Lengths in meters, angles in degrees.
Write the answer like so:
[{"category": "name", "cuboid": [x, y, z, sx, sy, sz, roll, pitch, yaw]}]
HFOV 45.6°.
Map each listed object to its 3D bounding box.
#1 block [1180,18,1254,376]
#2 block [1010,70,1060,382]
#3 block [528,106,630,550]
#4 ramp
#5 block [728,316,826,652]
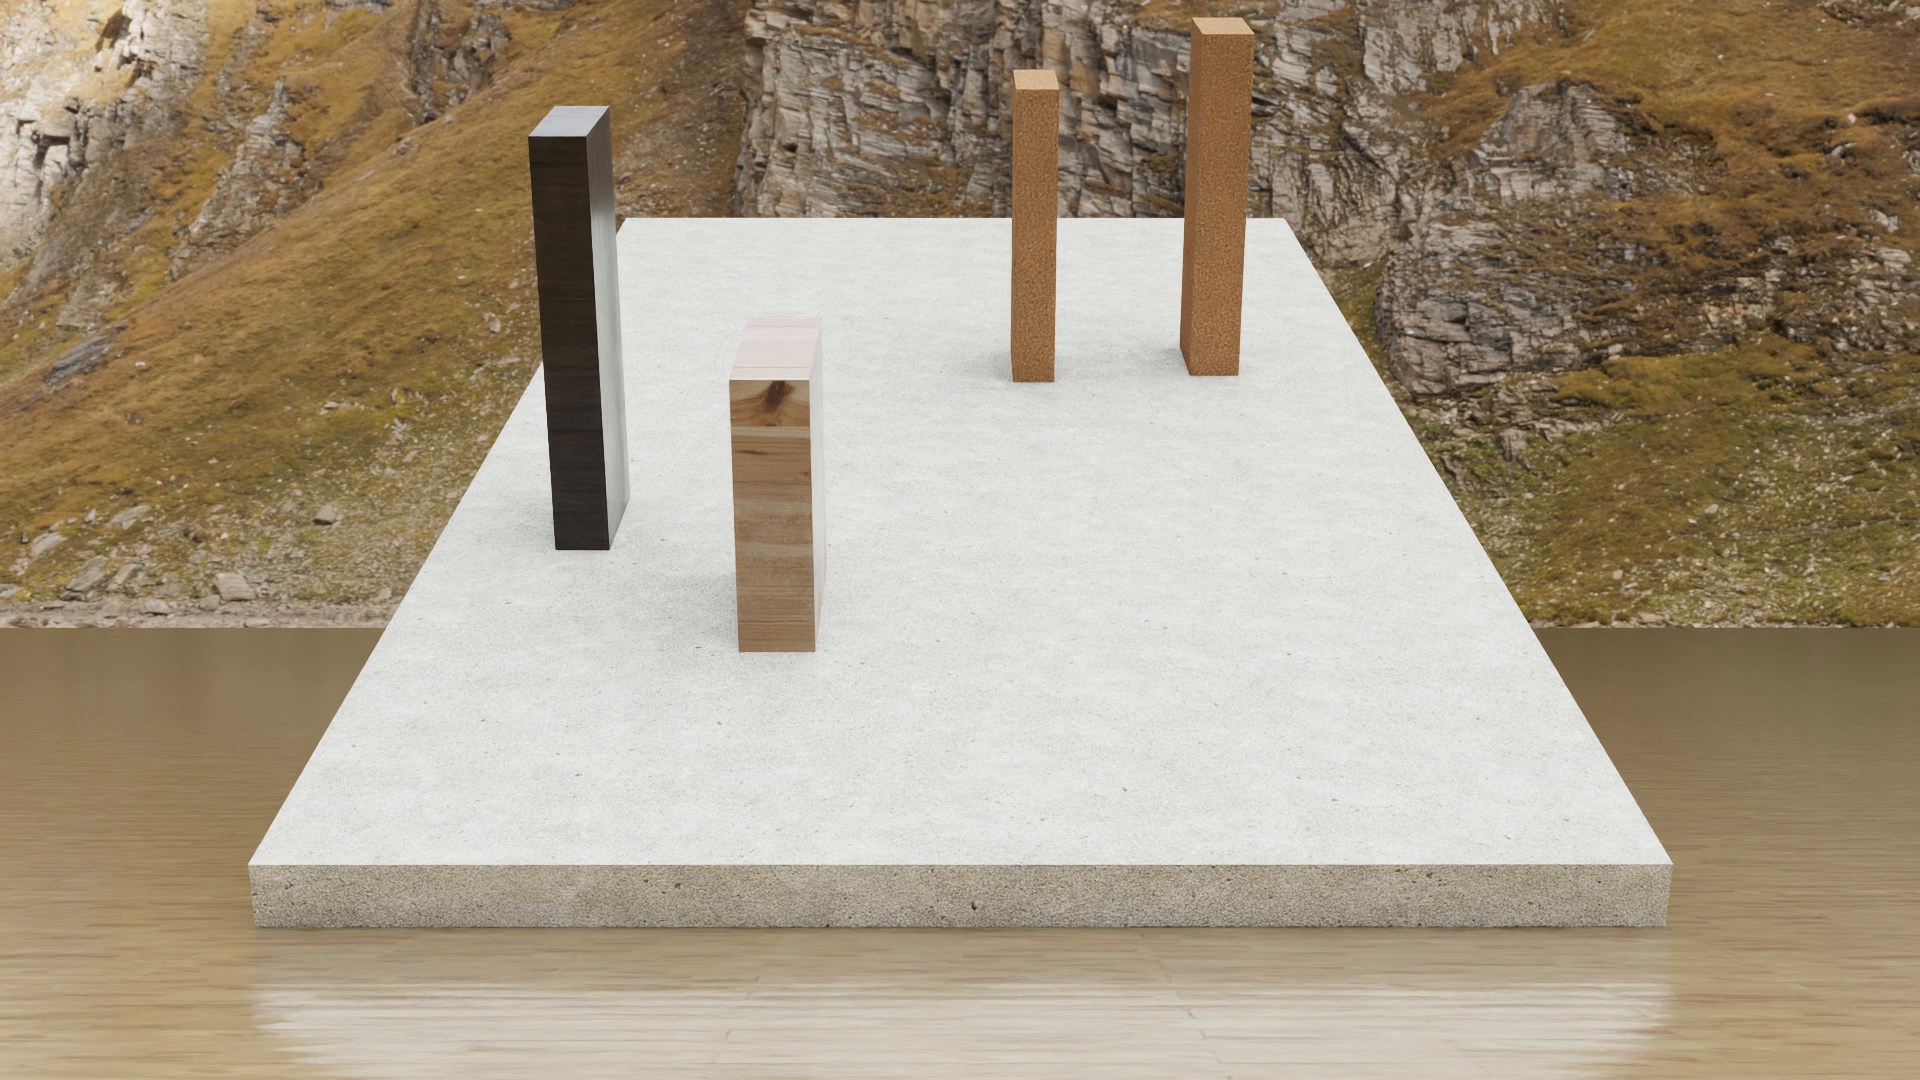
[{"category": "block", "cuboid": [0.602, -0.807, 5.379, 0.116, 0.799, 0.255, 0, 21, 0]}, {"category": "block", "cuboid": [0.173, -0.737, 5.352, 0.097, 0.684, 0.264, 0, 21, 0]}, {"category": "block", "cuboid": [-0.717, -0.402, 4.330, 0.103, 0.789, 0.297, 0, 21, 0]}, {"category": "ramp", "cuboid": [-0.006, -0.215, 5.086, 2.000, 0.100, 4.000, 0, 21, 0]}, {"category": "block", "cuboid": [-0.312, -0.104, 3.981, 0.131, 0.484, 0.387, 0, 21, 0]}]
